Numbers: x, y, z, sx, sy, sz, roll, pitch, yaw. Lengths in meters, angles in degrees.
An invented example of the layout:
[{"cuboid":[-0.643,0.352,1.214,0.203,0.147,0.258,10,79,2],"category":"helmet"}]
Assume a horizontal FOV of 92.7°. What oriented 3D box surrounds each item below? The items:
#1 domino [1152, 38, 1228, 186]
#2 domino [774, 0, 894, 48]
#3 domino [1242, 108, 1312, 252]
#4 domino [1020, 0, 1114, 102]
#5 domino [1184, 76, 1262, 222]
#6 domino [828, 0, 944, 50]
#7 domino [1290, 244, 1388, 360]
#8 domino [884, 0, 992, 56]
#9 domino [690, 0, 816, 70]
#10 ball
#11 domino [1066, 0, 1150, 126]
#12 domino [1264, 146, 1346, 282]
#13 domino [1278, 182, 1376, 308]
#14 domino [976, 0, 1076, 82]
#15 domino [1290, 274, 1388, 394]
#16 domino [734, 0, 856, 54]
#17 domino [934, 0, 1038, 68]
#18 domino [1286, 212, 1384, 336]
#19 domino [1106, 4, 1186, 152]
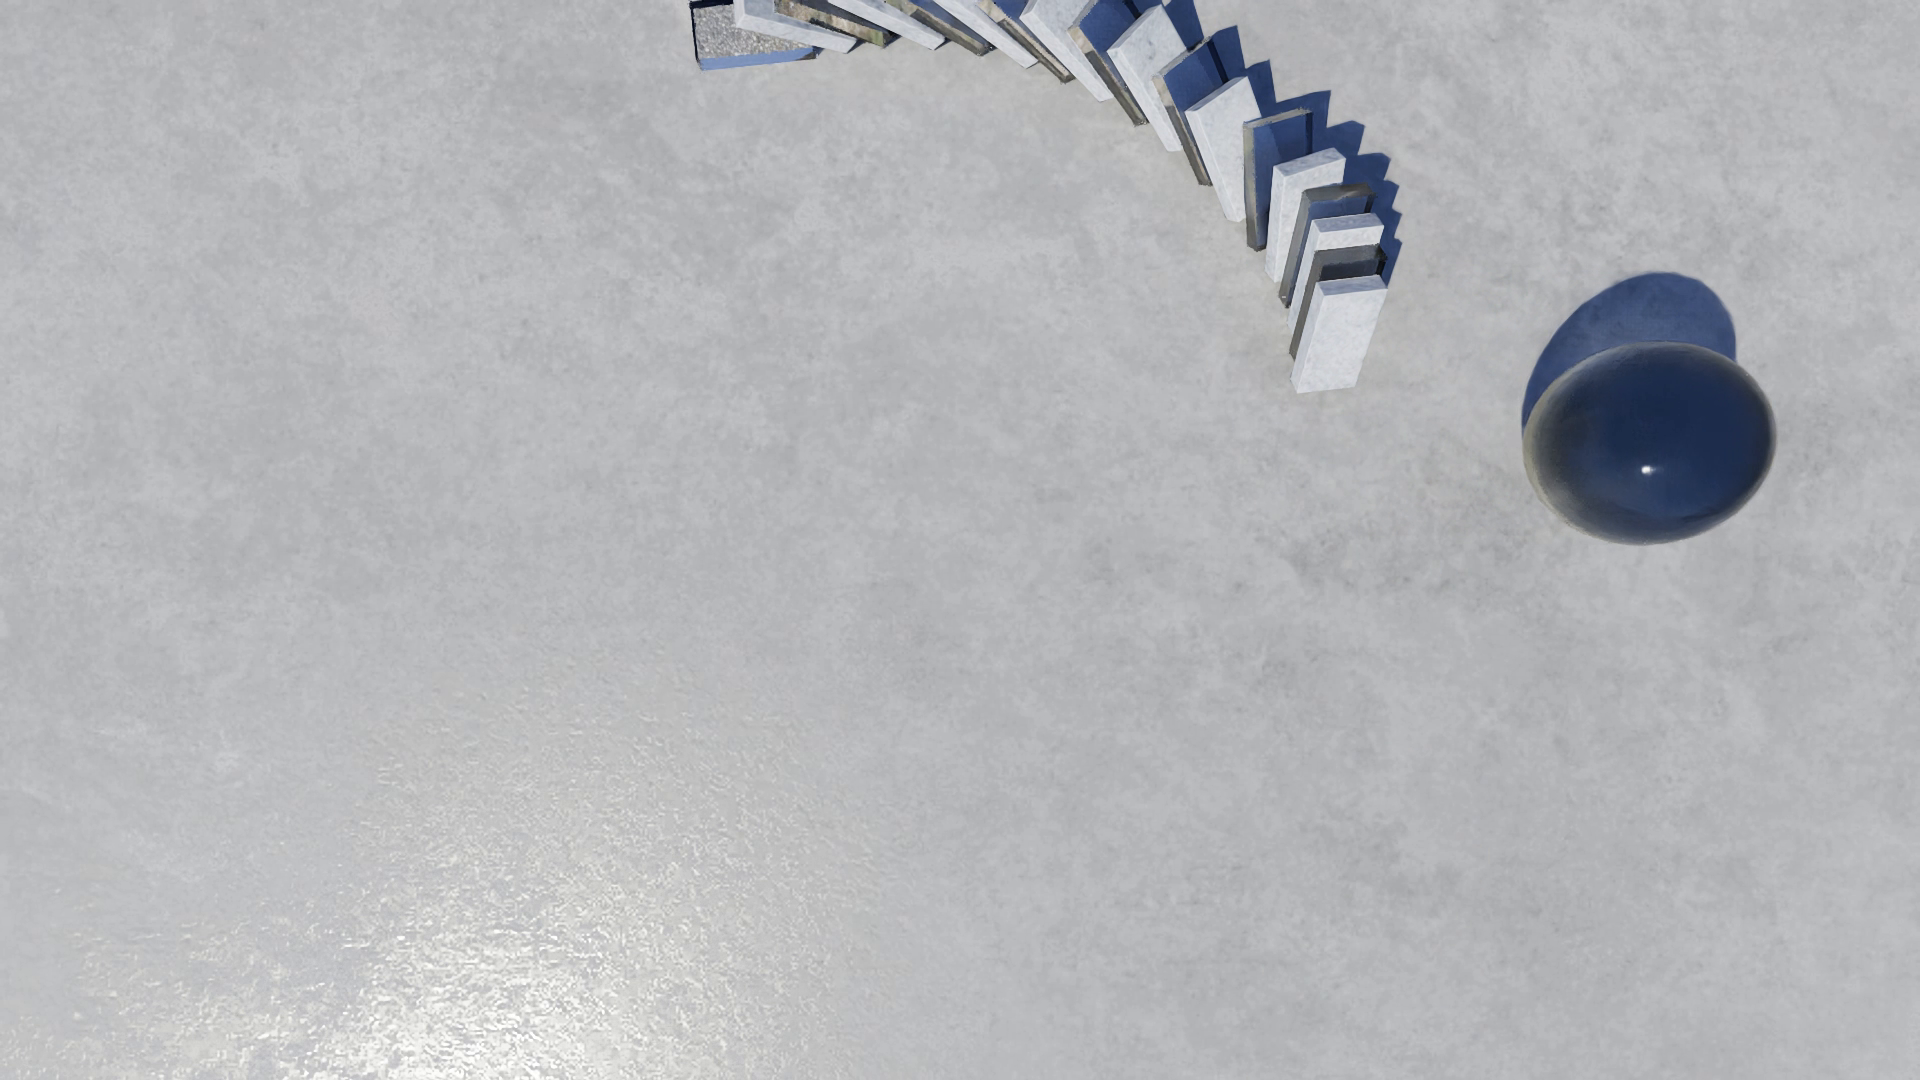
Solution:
[{"cuboid":[0.103,-0.178,0.383,0.025,0.009,0.050,-38,120,0],"category":"domino"},{"cuboid":[-0.052,-0.227,0.382,0.050,0.009,0.025,-1,87,-33],"category":"domino"},{"cuboid":[0.132,-0.149,0.381,0.025,0.010,0.050,-17,125,-3],"category":"domino"},{"cuboid":[0.051,-0.212,0.383,0.050,0.009,0.025,31,88,-31],"category":"domino"},{"cuboid":[0.116,-0.163,0.384,0.025,0.009,0.050,-35,120,0],"category":"domino"},{"cuboid":[-0.029,-0.229,0.383,0.050,0.010,0.025,8,90,-31],"category":"domino"},{"cuboid":[0.155,-0.096,0.378,0.025,0.050,0.009,-6,51,0],"category":"domino"},{"cuboid":[-0.007,-0.228,0.384,0.050,0.009,0.025,14,90,-30],"category":"domino"},{"cuboid":[-0.089,-0.220,0.395,0.050,0.009,0.025,-6,90,0],"category":"domino"},{"cuboid":[0.268,-0.038,0.360,0.080,0.080,0.080,0,90,0],"category":"ball"},{"cuboid":[0.070,-0.203,0.383,0.050,0.010,0.025,40,88,-30],"category":"domino"},{"cuboid":[0.141,-0.133,0.378,0.025,0.050,0.009,-18,51,0],"category":"domino"},{"cuboid":[0.150,-0.120,0.378,0.025,0.050,0.009,-6,51,0],"category":"domino"},{"cuboid":[0.034,-0.219,0.383,0.050,0.010,0.025,26,89,-31],"category":"domino"},{"cuboid":[0.155,-0.084,0.378,0.025,0.050,0.009,-7,51,0],"category":"domino"},{"cuboid":[-0.069,-0.223,0.382,0.050,0.009,0.025,-6,90,-34],"category":"domino"},{"cuboid":[0.015,-0.225,0.384,0.050,0.009,0.025,22,90,-29],"category":"domino"},{"cuboid":[0.154,-0.108,0.378,0.025,0.050,0.010,-7,51,0],"category":"domino"},{"cuboid":[0.086,-0.192,0.383,0.025,0.009,0.050,-47,120,-2],"category":"domino"}]
